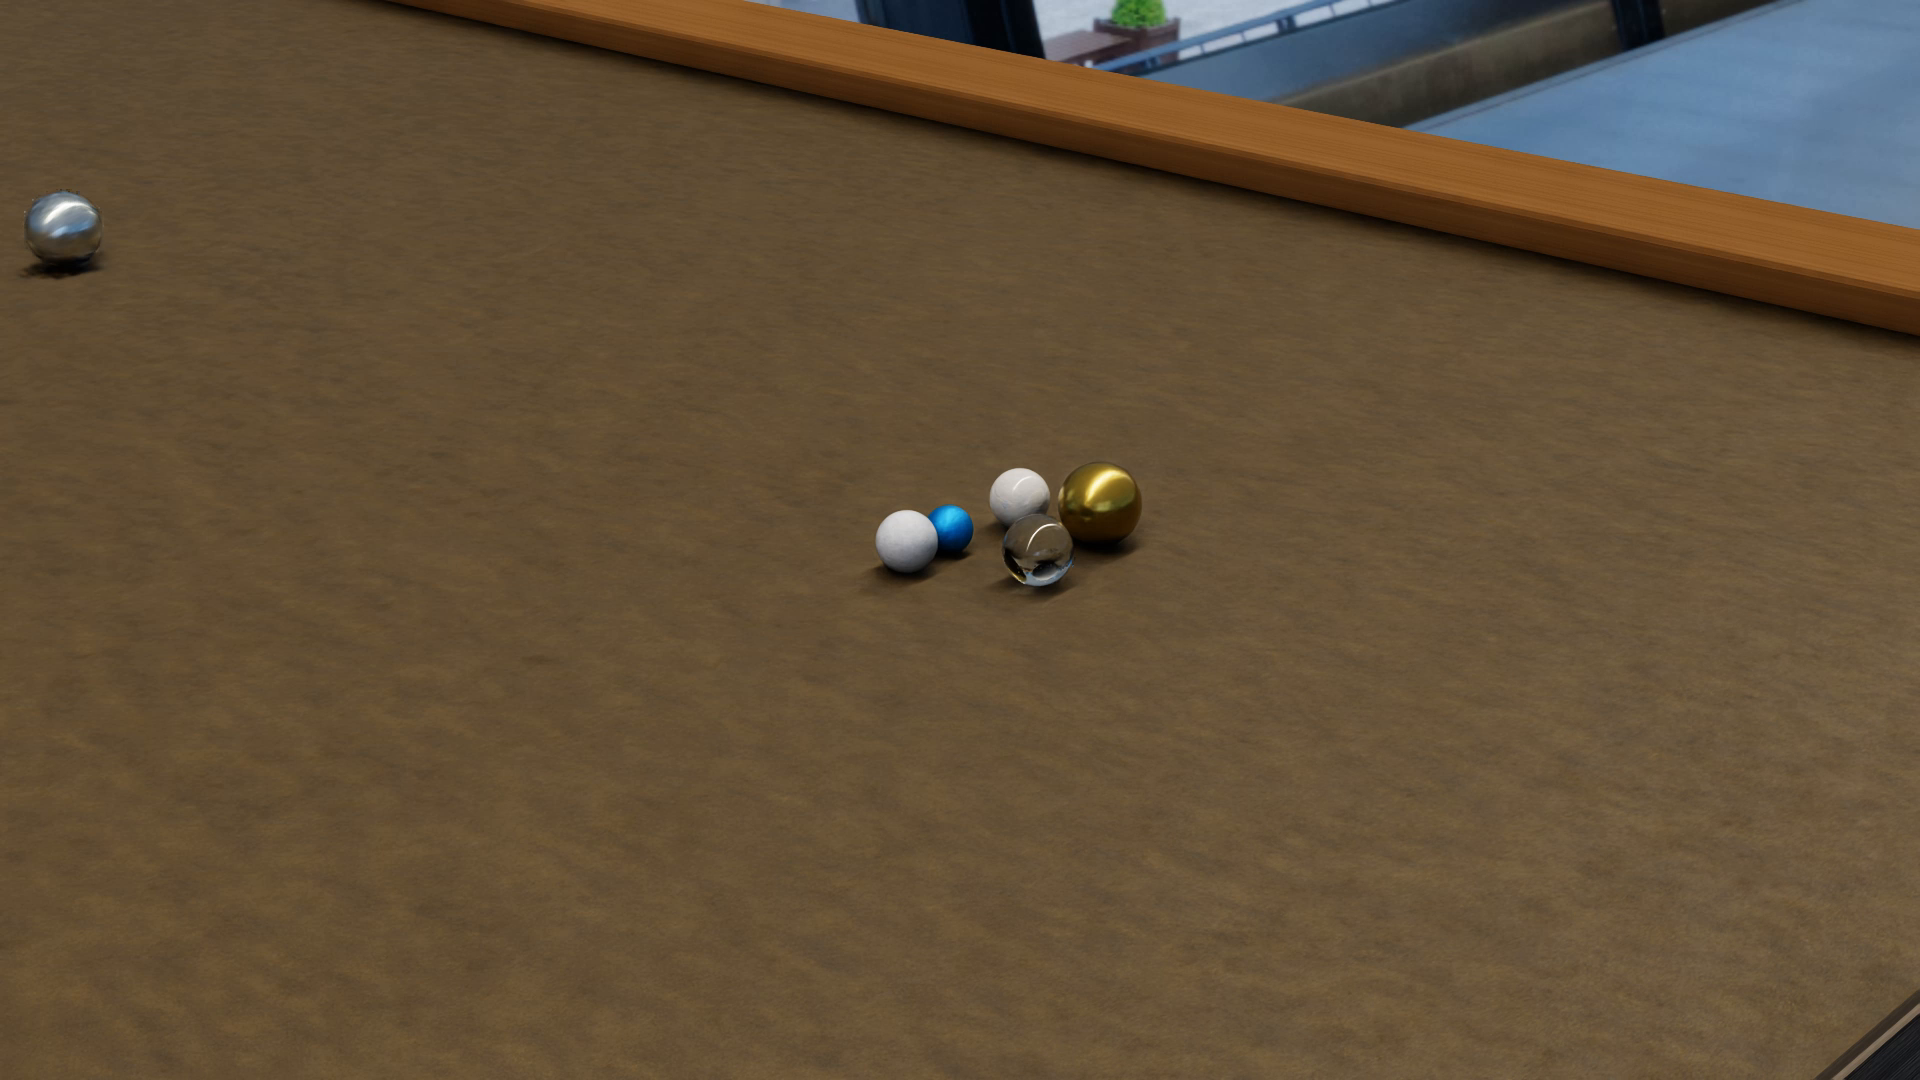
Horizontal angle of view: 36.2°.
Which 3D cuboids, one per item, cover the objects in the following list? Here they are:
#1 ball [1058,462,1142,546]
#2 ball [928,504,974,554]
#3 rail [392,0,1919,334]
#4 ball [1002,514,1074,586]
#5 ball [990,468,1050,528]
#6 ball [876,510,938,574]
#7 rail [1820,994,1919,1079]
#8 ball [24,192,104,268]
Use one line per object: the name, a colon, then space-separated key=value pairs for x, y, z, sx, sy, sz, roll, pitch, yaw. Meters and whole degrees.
ball: x=0.124 y=-0.032 z=2.615 sx=0.076 sy=0.076 sz=0.076 roll=0 pitch=22 yaw=0
ball: x=-0.010 y=-0.009 z=2.601 sx=0.043 sy=0.043 sz=0.043 roll=0 pitch=22 yaw=0
rail: x=0.024 y=-0.607 z=3.991 sx=4.102 sy=0.114 sz=0.045 roll=19 pitch=28 yaw=38
ball: x=0.067 y=0.009 z=2.531 sx=0.062 sy=0.062 sz=0.062 roll=0 pitch=22 yaw=0
ball: x=0.054 y=-0.037 z=2.655 sx=0.055 sy=0.055 sz=0.055 roll=0 pitch=22 yaw=0
ball: x=-0.046 y=0.001 z=2.559 sx=0.055 sy=0.055 sz=0.055 roll=0 pitch=22 yaw=0
rail: x=0.743 y=0.223 z=1.924 sx=0.045 sy=0.114 sz=2.387 roll=19 pitch=28 yaw=38
ball: x=-1.041 y=-0.361 z=3.416 sx=0.088 sy=0.088 sz=0.088 roll=0 pitch=22 yaw=0
